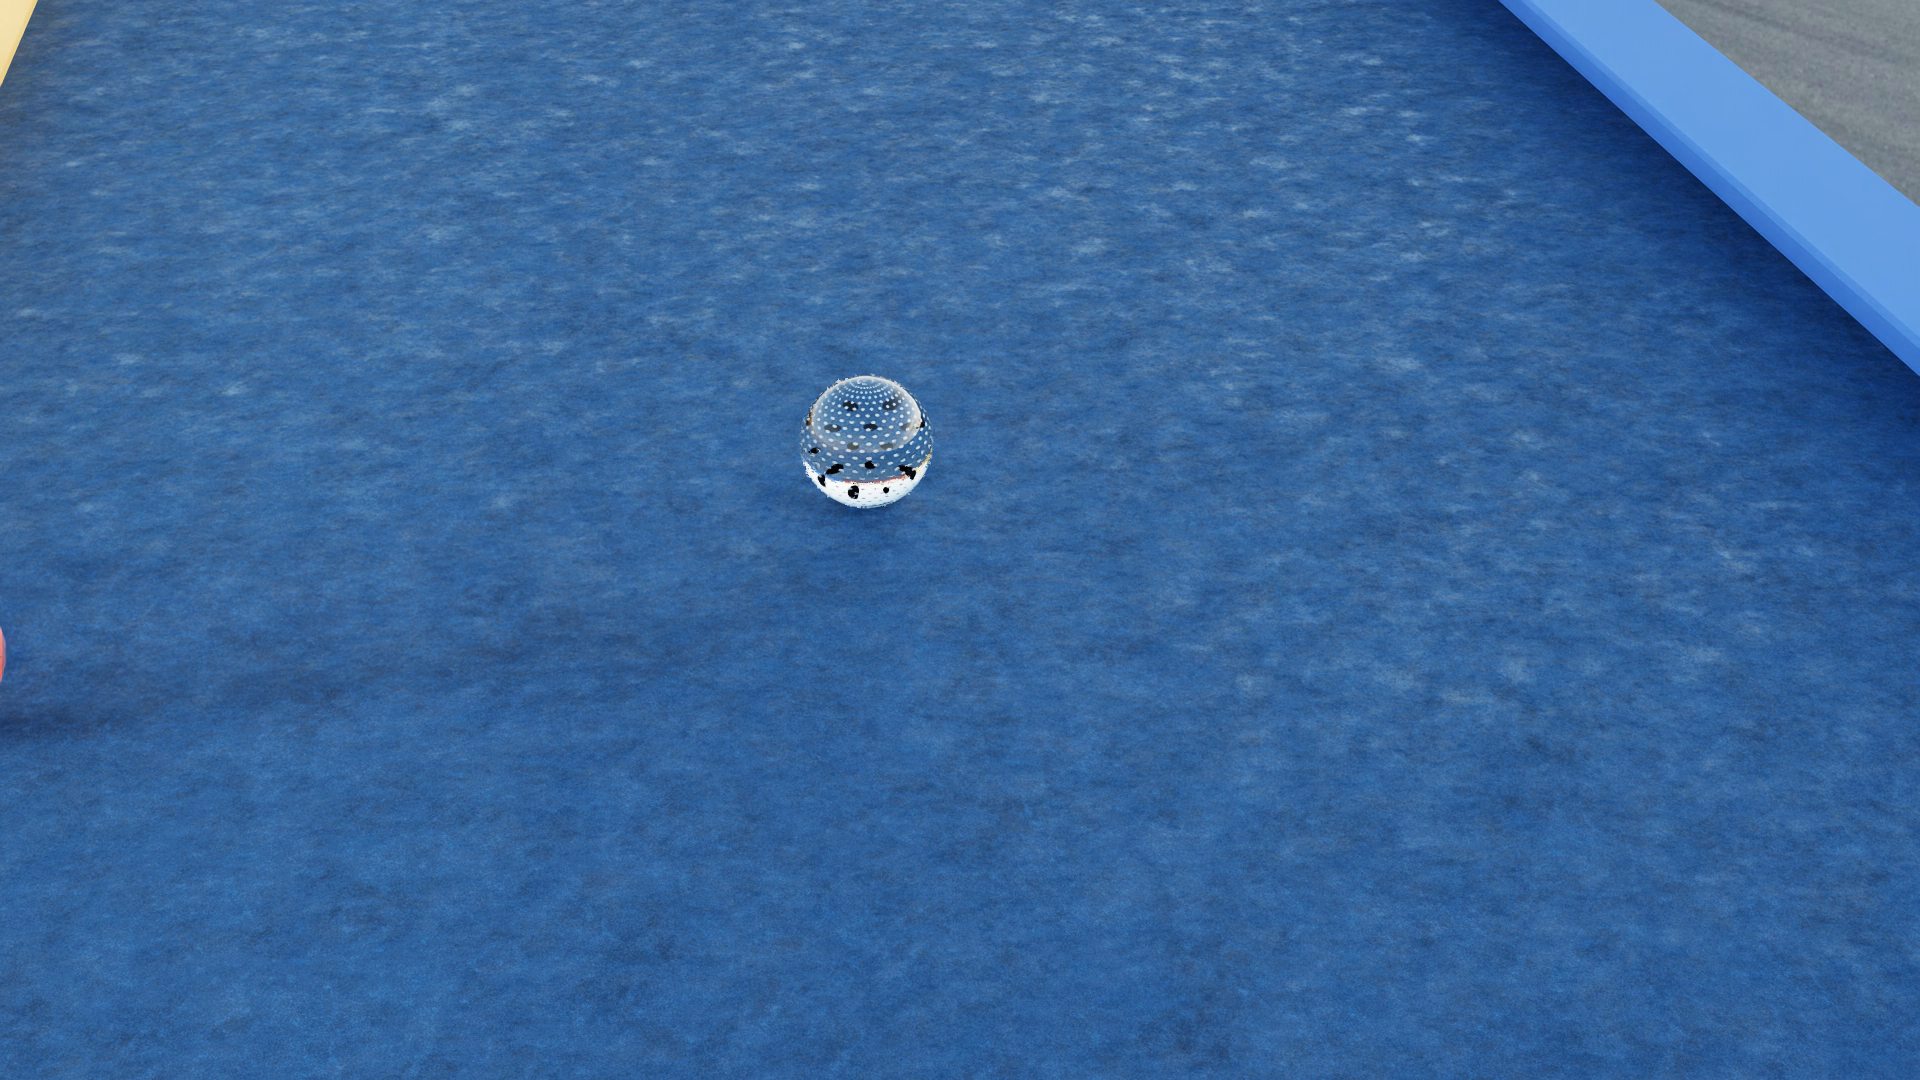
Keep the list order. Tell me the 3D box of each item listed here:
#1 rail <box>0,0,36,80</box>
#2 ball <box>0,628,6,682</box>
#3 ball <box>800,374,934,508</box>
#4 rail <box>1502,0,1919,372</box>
[{"bbox_3d":[-0.853,-0.307,2.446,0.045,0.118,3.014,-4,27,-8],"label":"rail"},{"bbox_3d":[-0.609,0.068,1.738,0.087,0.087,0.087,0,27,0],"label":"ball"},{"bbox_3d":[-0.064,-0.067,2.002,0.091,0.091,0.091,0,27,0],"label":"ball"},{"bbox_3d":[0.620,-0.410,2.652,0.045,0.118,3.014,-4,27,-8],"label":"rail"}]
